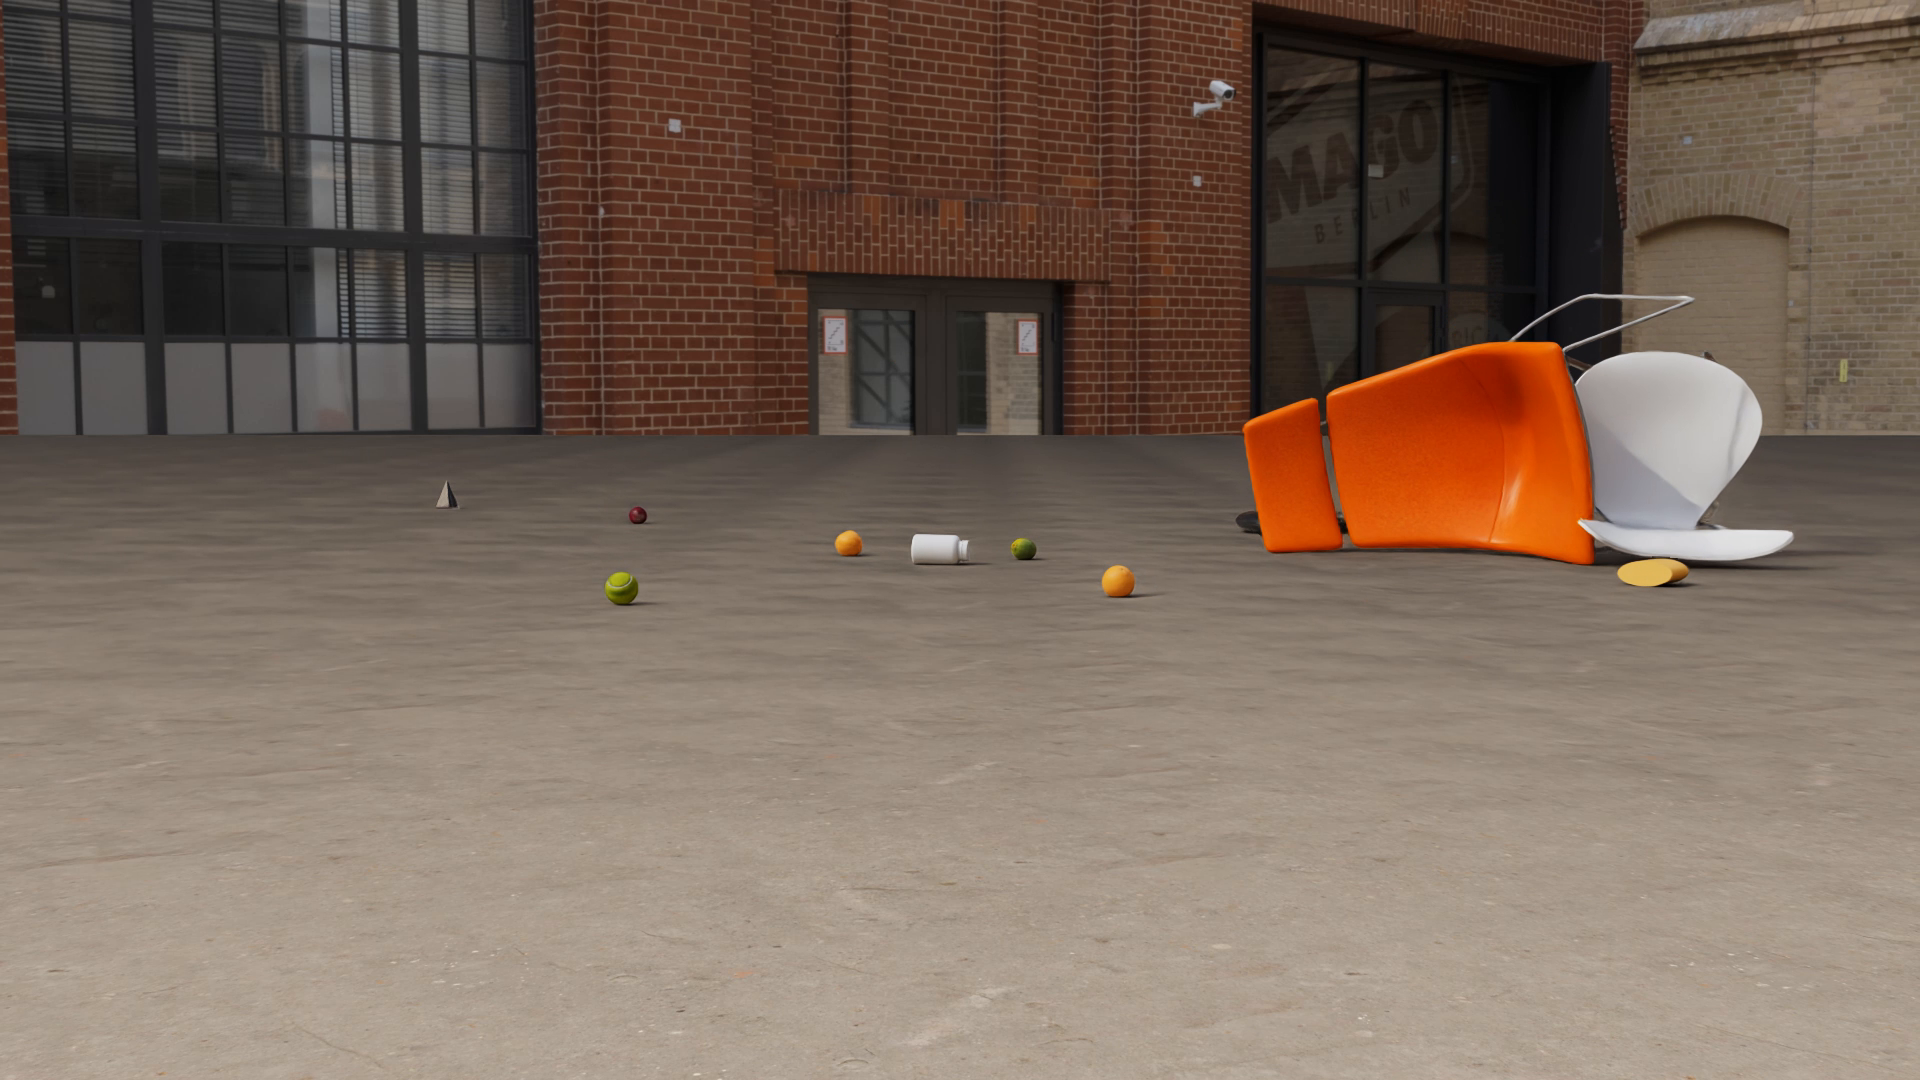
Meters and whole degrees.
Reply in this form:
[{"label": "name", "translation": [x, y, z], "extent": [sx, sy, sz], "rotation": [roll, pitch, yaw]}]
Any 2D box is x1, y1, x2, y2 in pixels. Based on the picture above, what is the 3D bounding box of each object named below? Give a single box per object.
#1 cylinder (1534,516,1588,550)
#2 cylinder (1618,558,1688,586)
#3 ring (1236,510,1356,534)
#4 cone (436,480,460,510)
[{"label": "cylinder", "translation": [1.698, -0.022, 6.217], "extent": [0.138, 0.088, 0.163], "rotation": [1, 4, 19]}, {"label": "cylinder", "translation": [1.589, 0.074, 5.042], "extent": [0.130, 0.058, 0.092], "rotation": [0, 3, 41]}, {"label": "ring", "translation": [1.057, -0.057, 6.913], "extent": [0.389, 0.066, 0.314], "rotation": [0, 4, -13]}, {"label": "cone", "translation": [-1.924, -0.172, 8.246], "extent": [0.121, 0.110, 0.053], "rotation": [2, 5, 30]}]
